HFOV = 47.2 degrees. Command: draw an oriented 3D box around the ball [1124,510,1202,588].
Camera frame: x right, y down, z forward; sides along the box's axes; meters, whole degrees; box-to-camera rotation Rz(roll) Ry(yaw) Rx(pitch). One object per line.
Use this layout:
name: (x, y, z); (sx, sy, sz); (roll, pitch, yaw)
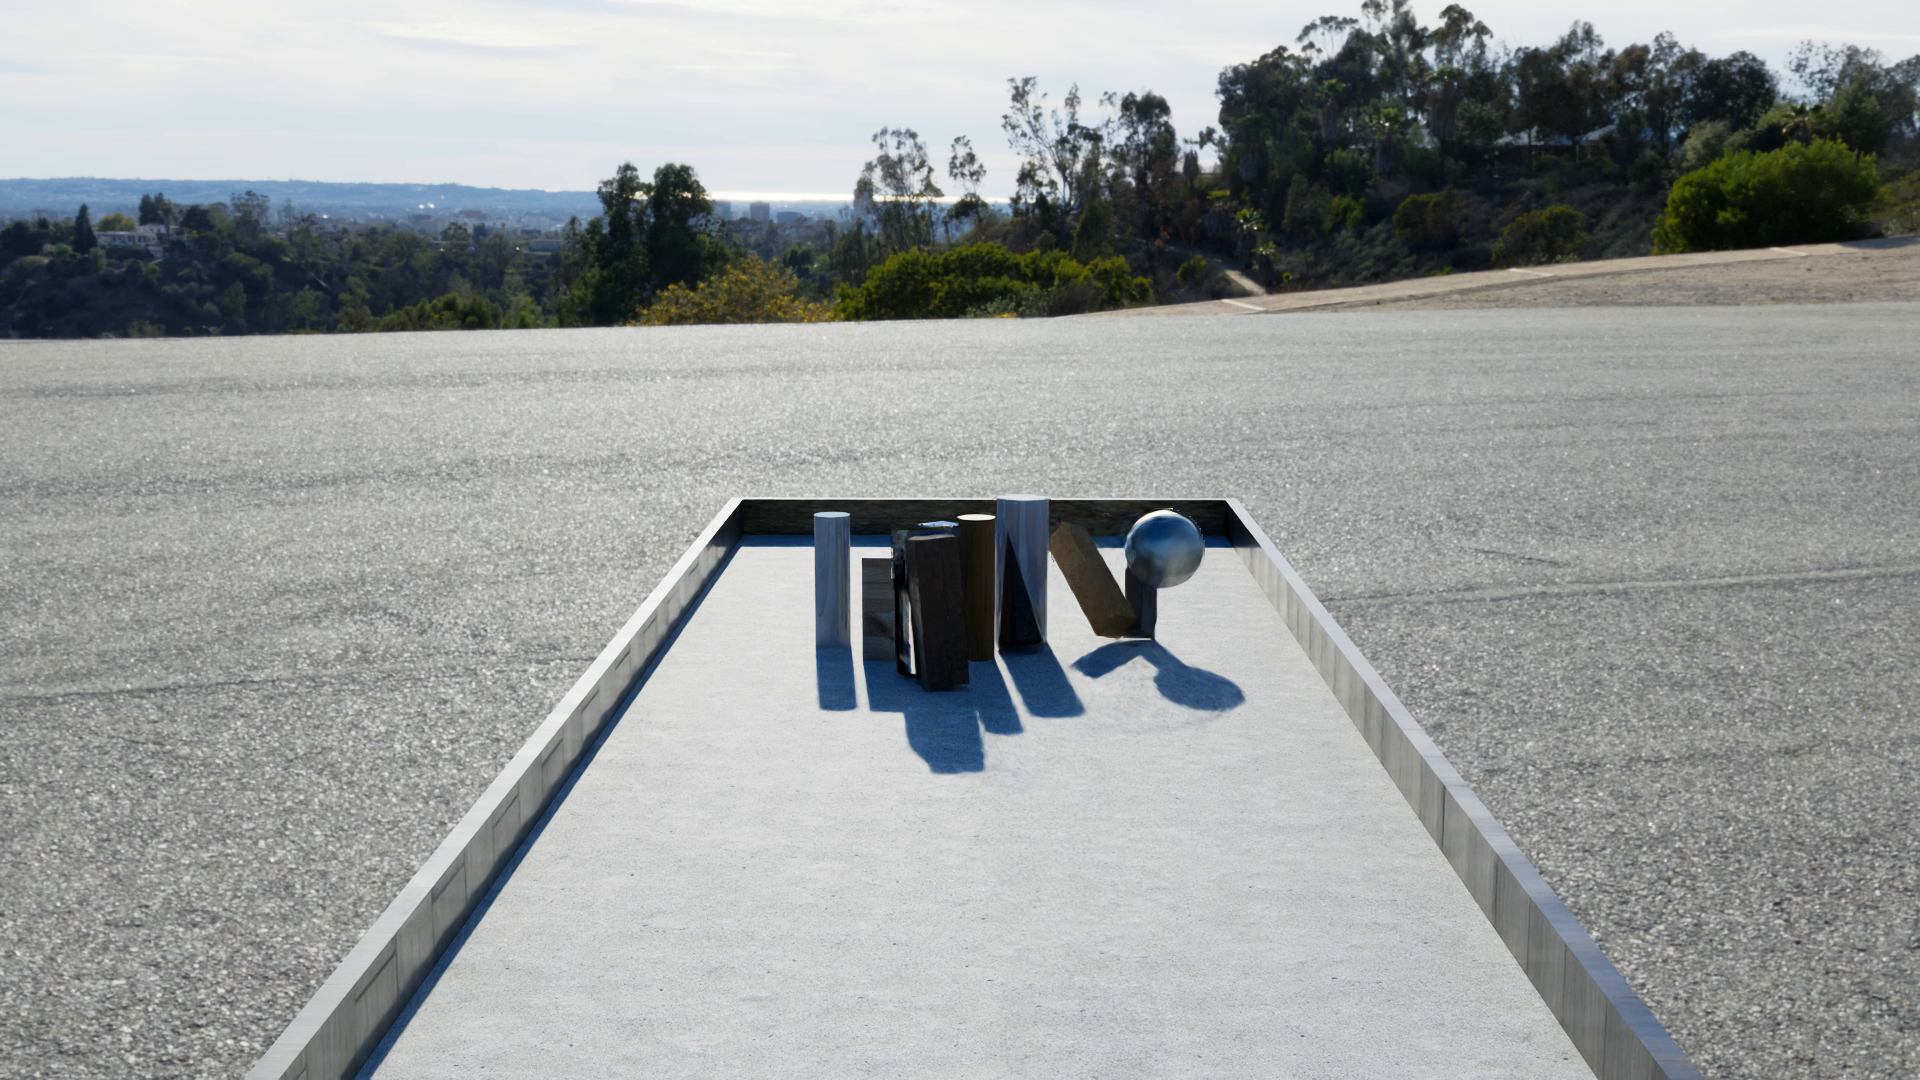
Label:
ball: (0.640, 0.030, 6.898); (0.244, 0.244, 0.244); (0, 9, 0)

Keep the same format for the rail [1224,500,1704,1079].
rail: (1.046, 0.843, 3.208); (0.050, 0.150, 12.000); (0, 9, 1)

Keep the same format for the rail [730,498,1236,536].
rail: (0.099, -0.098, 9.147); (2.100, 0.150, 0.050); (0, 9, 1)

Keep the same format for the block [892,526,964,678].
block: (-0.092, 0.180, 6.461); (0.165, 0.428, 0.165); (-3, 3, -16)

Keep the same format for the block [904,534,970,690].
block: (-0.066, 0.203, 6.314); (0.125, 0.426, 0.125); (-6, 5, -15)

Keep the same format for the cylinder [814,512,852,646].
cylinder: (-0.401, 0.123, 6.917); (0.113, 0.411, 0.113); (0, 9, 0)

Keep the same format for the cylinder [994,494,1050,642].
cylinder: (0.196, 0.092, 6.959); (0.166, 0.455, 0.166); (1, 7, 0)

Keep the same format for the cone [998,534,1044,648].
cone: (0.168, 0.148, 6.840); (0.147, 0.362, 0.147); (-7, -3, 0)

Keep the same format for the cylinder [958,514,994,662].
cylinder: (0.050, 0.146, 6.702); (0.112, 0.434, 0.112); (0, 9, 0)

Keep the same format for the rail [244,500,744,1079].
rail: (-1.004, 0.839, 3.234); (0.050, 0.150, 12.000); (0, 9, 1)

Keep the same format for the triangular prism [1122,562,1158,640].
triangular prism: (0.571, 0.135, 7.061); (0.089, 0.366, 0.103); (-9, -26, 31)

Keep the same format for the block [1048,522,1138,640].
block: (0.419, 0.128, 7.062); (0.100, 0.100, 0.408); (12, 39, -42)

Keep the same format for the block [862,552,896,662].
block: (-0.240, 0.203, 6.717); (0.104, 0.317, 0.104); (1, 9, 6)

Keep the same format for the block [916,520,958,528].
block: (-0.061, 0.138, 6.937); (0.111, 0.377, 0.111); (-8, 12, -40)
